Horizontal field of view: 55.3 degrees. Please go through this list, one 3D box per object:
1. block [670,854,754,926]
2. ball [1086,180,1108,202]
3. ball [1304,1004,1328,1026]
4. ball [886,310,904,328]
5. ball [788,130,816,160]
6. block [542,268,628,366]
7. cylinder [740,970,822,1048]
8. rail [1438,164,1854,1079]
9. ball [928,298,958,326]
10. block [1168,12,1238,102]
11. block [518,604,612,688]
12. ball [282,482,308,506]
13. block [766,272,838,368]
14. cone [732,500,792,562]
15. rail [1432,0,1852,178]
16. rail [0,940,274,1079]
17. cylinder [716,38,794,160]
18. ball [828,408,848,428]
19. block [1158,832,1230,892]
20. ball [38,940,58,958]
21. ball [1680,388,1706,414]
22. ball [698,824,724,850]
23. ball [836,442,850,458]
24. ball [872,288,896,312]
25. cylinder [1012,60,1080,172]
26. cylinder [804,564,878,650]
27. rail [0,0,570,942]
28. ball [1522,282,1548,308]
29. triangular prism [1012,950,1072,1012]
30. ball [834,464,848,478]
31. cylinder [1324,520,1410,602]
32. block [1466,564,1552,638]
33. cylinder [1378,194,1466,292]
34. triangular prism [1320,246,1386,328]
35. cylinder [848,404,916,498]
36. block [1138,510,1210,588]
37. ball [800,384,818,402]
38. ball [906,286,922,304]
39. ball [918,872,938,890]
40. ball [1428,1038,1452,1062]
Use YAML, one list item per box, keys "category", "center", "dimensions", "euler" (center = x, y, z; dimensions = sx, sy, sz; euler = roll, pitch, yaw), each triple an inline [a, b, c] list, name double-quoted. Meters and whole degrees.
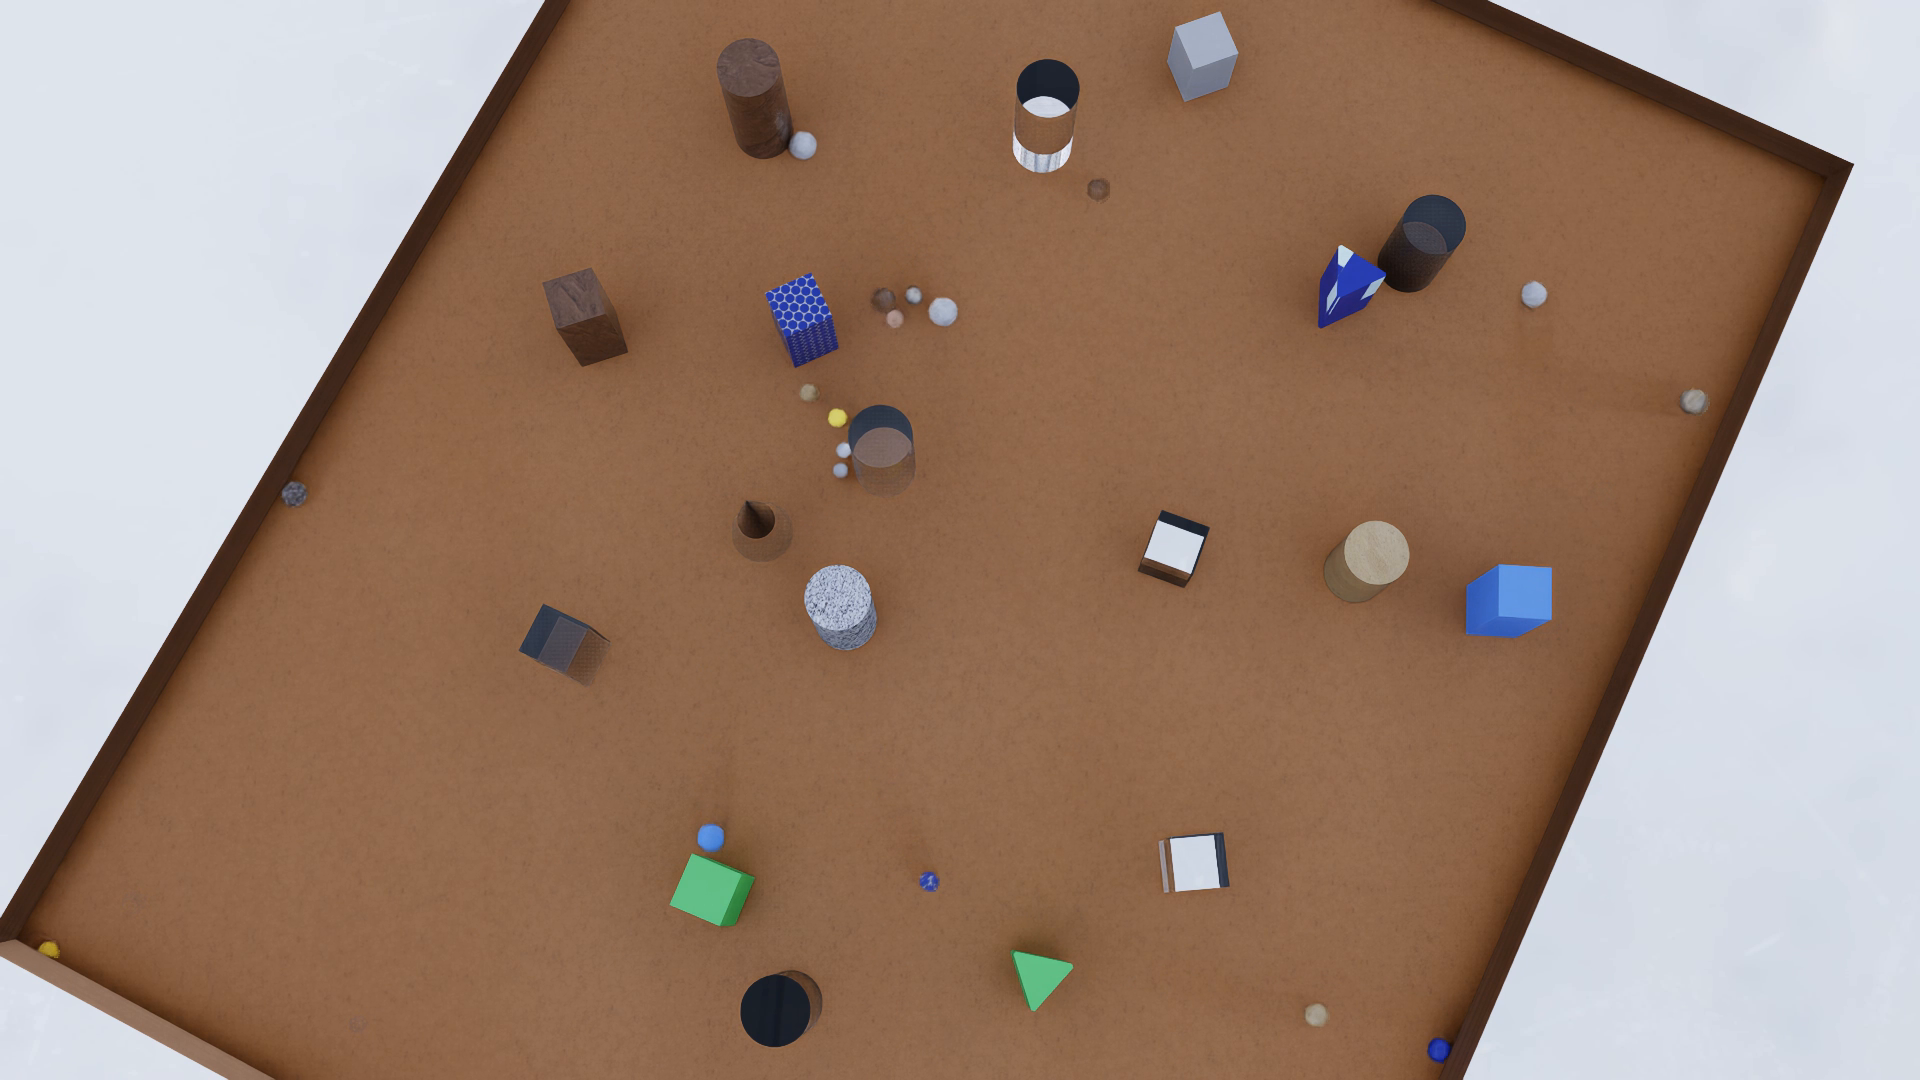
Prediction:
- category: "block"
  center: [-0.703, 1.001, 5.233]
  dimensions: [0.151, 0.345, 0.151]
  euler: [22, 79, 4]
- category: "ball"
  center: [0.437, -1.109, 5.811]
  dimensions: [0.069, 0.069, 0.069]
  euler: [0, 78, 0]
- category: "ball"
  center: [1.029, 1.373, 5.298]
  dimensions: [0.067, 0.067, 0.067]
  euler: [0, 78, 0]
- category: "ball"
  center: [-0.202, -0.692, 5.731]
  dimensions: [0.056, 0.056, 0.056]
  euler: [0, 78, 0]
- category: "ball"
  center: [-0.500, -1.256, 5.831]
  dimensions: [0.088, 0.088, 0.088]
  euler: [0, 78, 0]
- category: "block"
  center: [-1.134, -0.672, 5.564]
  dimensions: [0.151, 0.376, 0.151]
  euler: [-18, 79, -4]
- category: "cylinder"
  center: [-0.494, 1.305, 5.119]
  dimensions: [0.189, 0.445, 0.189]
  euler: [0, 78, 0]
- category: "rail"
  center: [1.741, 0.859, 5.375]
  dimensions: [0.045, 0.122, 4.645]
  euler: [26, 80, 5]
- category: "ball"
  center: [-0.053, -0.713, 5.718]
  dimensions: [0.089, 0.089, 0.089]
  euler: [0, 78, 0]
- category: "block"
  center: [0.768, -1.531, 5.814]
  dimensions: [0.151, 0.234, 0.151]
  euler: [-20, 79, -4]
- category: "block"
  center: [-1.155, 0.313, 5.380]
  dimensions: [0.151, 0.336, 0.151]
  euler: [25, 79, 5]
- category: "ball"
  center: [-2.037, -0.141, 5.608]
  dimensions: [0.074, 0.074, 0.074]
  euler: [0, 78, 0]
- category: "block"
  center: [-0.480, -0.667, 5.595]
  dimensions: [0.151, 0.313, 0.151]
  euler: [-25, 79, -5]
- category: "cone"
  center: [-0.606, -0.069, 5.408]
  dimensions: [0.189, 0.436, 0.189]
  euler: [0, 78, 0]
- category: "rail"
  center: [1.028, -2.007, 5.968]
  dimensions: [3.940, 0.122, 0.045]
  euler: [26, 80, 5]
- category: "rail"
  center: [-1.028, 2.020, 5.135]
  dimensions: [3.940, 0.122, 0.045]
  euler: [26, 80, 5]
- category: "cylinder"
  center: [-0.629, -1.358, 5.666]
  dimensions: [0.189, 0.453, 0.189]
  euler: [0, 78, 0]
- category: "ball"
  center: [-0.378, -0.377, 5.665]
  dimensions: [0.057, 0.057, 0.057]
  euler: [0, 78, 0]
- category: "block"
  center: [0.670, 0.930, 5.269]
  dimensions: [0.151, 0.303, 0.151]
  euler: [-5, 78, -1]
- category: "ball"
  center: [-2.657, 1.196, 5.342]
  dimensions: [0.052, 0.052, 0.052]
  euler: [0, 78, 0]
- category: "ball"
  center: [2.265, -0.428, 5.664]
  dimensions: [0.080, 0.080, 0.080]
  euler: [0, 78, 0]
- category: "ball"
  center: [-0.734, 0.875, 5.395]
  dimensions: [0.079, 0.079, 0.079]
  euler: [0, 78, 0]
- category: "ball"
  center: [-0.357, -0.278, 5.650]
  dimensions: [0.047, 0.047, 0.047]
  euler: [0, 78, 0]
- category: "ball"
  center: [-0.238, -0.749, 5.733]
  dimensions: [0.075, 0.075, 0.075]
  euler: [0, 78, 0]
- category: "cylinder"
  center: [0.263, -1.308, 5.676]
  dimensions: [0.189, 0.413, 0.189]
  euler: [0, 78, 0]
- category: "cylinder"
  center: [-0.346, 0.202, 5.376]
  dimensions: [0.189, 0.388, 0.189]
  euler: [0, 78, 0]
- category: "rail"
  center: [-1.741, -0.846, 5.728]
  dimensions: [0.045, 0.122, 4.645]
  euler: [26, 80, 5]
- category: "ball"
  center: [1.797, -0.767, 5.735]
  dimensions: [0.078, 0.078, 0.078]
  euler: [0, 78, 0]
- category: "triangular prism"
  center: [0.202, 1.214, 5.187]
  dimensions: [0.141, 0.350, 0.163]
  euler: [42, 81, 8]
- category: "ball"
  center: [-0.366, -0.213, 5.636]
  dimensions: [0.048, 0.048, 0.048]
  euler: [0, 78, 0]
- category: "cylinder"
  center: [1.204, 0.068, 5.445]
  dimensions: [0.189, 0.308, 0.189]
  euler: [0, 78, 0]
- category: "block"
  center: [1.615, 0.183, 5.404]
  dimensions: [0.151, 0.342, 0.151]
  euler: [4, 78, 1]
- category: "cylinder"
  center: [1.415, -0.906, 5.630]
  dimensions: [0.189, 0.341, 0.189]
  euler: [0, 78, 0]
- category: "triangular prism"
  center: [1.172, -0.792, 5.632]
  dimensions: [0.163, 0.291, 0.141]
  euler: [-25, 79, -5]
- category: "cylinder"
  center: [-0.230, -0.262, 5.479]
  dimensions: [0.189, 0.376, 0.189]
  euler: [0, 78, 0]
- category: "block"
  center: [0.639, 0.029, 5.495]
  dimensions: [0.151, 0.227, 0.151]
  euler: [20, 79, 4]
- category: "ball"
  center: [-0.467, -0.455, 5.681]
  dimensions: [0.058, 0.058, 0.058]
  euler: [0, 78, 0]
- category: "ball"
  center: [-0.145, -0.769, 5.747]
  dimensions: [0.055, 0.055, 0.055]
  euler: [0, 78, 0]
- category: "ball"
  center: [-0.094, 1.001, 5.382]
  dimensions: [0.054, 0.054, 0.054]
  euler: [0, 78, 0]
- category: "ball"
  center: [1.381, 1.469, 5.279]
  dimensions: [0.067, 0.067, 0.067]
  euler: [0, 78, 0]
